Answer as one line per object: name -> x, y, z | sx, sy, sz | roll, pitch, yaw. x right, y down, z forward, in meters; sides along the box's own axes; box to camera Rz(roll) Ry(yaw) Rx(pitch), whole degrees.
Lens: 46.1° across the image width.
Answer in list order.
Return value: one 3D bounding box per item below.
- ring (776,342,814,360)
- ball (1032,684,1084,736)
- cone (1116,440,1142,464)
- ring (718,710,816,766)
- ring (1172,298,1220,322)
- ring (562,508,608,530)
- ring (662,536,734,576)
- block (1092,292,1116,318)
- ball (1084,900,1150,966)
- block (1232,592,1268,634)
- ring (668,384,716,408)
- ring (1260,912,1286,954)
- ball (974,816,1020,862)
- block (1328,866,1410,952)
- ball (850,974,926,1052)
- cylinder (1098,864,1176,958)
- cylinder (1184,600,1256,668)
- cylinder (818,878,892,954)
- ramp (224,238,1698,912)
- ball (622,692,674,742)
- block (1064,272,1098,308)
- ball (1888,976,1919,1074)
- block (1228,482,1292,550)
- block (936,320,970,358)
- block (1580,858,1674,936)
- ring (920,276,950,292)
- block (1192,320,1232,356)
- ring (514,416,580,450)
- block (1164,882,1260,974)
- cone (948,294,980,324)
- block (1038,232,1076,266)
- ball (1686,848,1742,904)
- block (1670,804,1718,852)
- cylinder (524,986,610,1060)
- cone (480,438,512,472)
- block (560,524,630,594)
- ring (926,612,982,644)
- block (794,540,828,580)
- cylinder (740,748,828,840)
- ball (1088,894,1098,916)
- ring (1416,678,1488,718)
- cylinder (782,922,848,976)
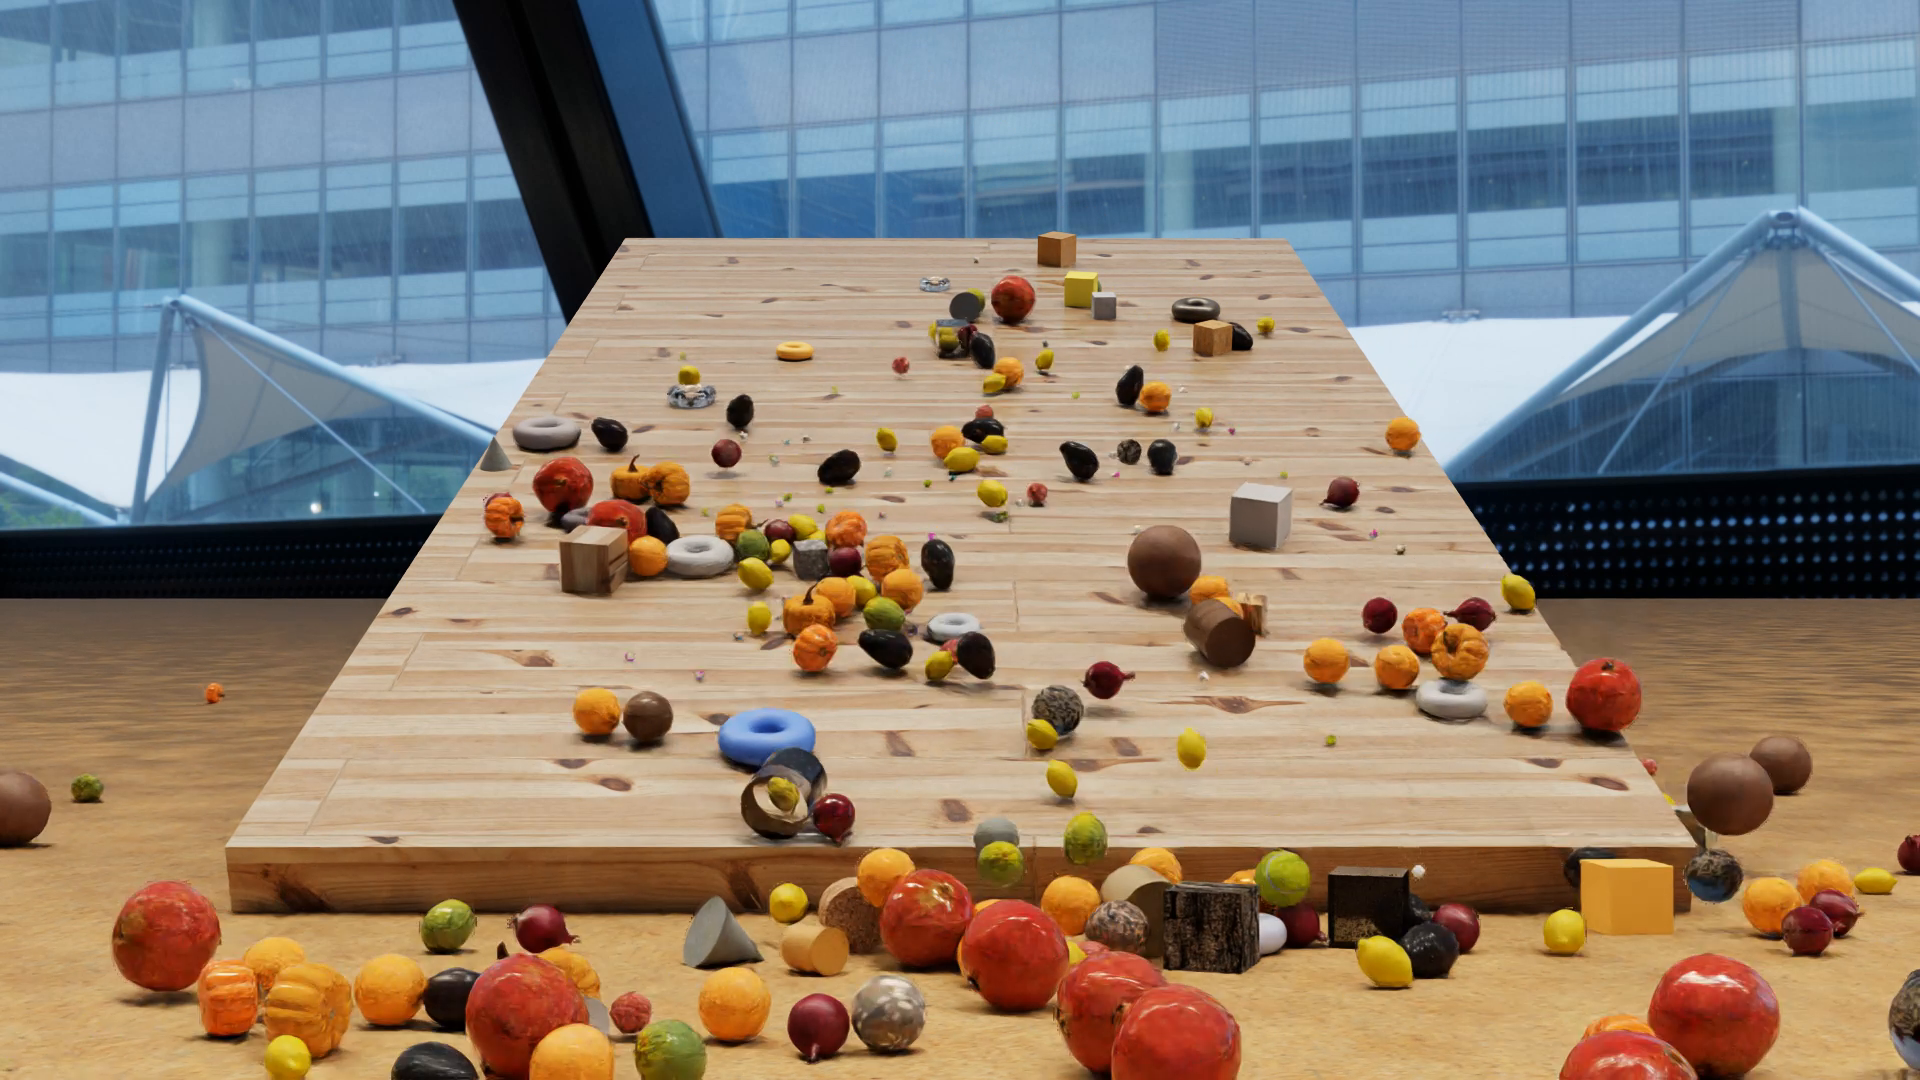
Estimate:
ring -> -0.403, -0.461, 5.506 | 0.092, 0.031, 0.092 | 1, 20, -1
ball -> 0.147, 0.256, 3.397 | 0.077, 0.077, 0.077 | 0, -1, 0
cone -> 0.355, -0.180, 4.721 | 0.053, 0.053, 0.053 | 0, -7, 7
ring -> -0.286, 0.292, 3.345 | 0.145, 0.048, 0.145 | 0, 18, 0
ring -> 0.615, -0.600, 5.887 | 0.129, 0.043, 0.129 | 0, 21, 0
ring -> -0.716, -0.039, 4.311 | 0.086, 0.029, 0.086 | 0, 18, 0
ring -> -0.475, 0.029, 4.096 | 0.131, 0.044, 0.131 | 0, 21, 0
block -> 0.376, -0.613, 5.899 | 0.058, 0.058, 0.058 | -2, 19, -5
ball -> 0.185, 0.462, 2.658 | 0.077, 0.077, 0.077 | 0, -1, 0
block -> 0.490, 0.124, 3.821 | 0.051, 0.051, 0.051 | 6, 20, 17
ring -> -0.608, -0.329, 5.120 | 0.112, 0.037, 0.112 | 0, 18, 0
ring -> 0.336, 0.482, 2.763 | 0.128, 0.043, 0.128 | -1, -1, 0
ball -> 0.049, 0.401, 3.021 | 0.061, 0.061, 0.061 | 0, -1, 0
block -> 0.511, 0.459, 2.817 | 0.090, 0.090, 0.090 | 0, -1, 16
ball -> -0.068, 0.452, 2.159 | 0.073, 0.073, 0.073 | 0, -1, 0
cylinder -> 0.226, 0.452, 2.758 | 0.093, 0.093, 0.093 | 0, 4, -13
cylinder -> 0.423, 0.153, 3.683 | 0.088, 0.088, 0.088 | 0, 18, -20
cylinder -> -0.130, 0.462, 2.784 | 0.082, 0.082, 0.082 | 0, -1, -9
ramp -> -0.005, -0.202, 4.968 | 2.000, 0.100, 4.000 | 0, 19, 0
ball -> -0.467, 0.264, 3.381 | 0.075, 0.075, 0.075 | 0, -1, 0
block -> 0.324, -0.669, 6.029 | 0.077, 0.077, 0.077 | 4, 20, 11
ball -> 0.886, 0.438, 2.030 | 0.096, 0.096, 0.096 | 0, -1, 0
block -> 0.565, -0.046, 4.241 | 0.092, 0.092, 0.092 | 9, 21, 23
block -> -0.018, -0.493, 5.529 | 0.077, 0.077, 0.077 | -2, 20, -6
block -> 0.866, 0.463, 2.932 | 0.087, 0.087, 0.087 | 0, -1, -10
ring -> -0.069, -0.704, 6.201 | 0.087, 0.029, 0.087 | 1, 19, 0
block -> 0.622, -0.498, 5.559 | 0.068, 0.068, 0.068 | -16, 25, -38
ring -> -0.881, -0.229, 4.822 | 0.141, 0.047, 0.141 | 1, 19, 0
block -> 0.296, 0.454, 2.652 | 0.092, 0.092, 0.092 | 0, -1, 21
cone -> 0.024, -0.595, 5.877 | 0.083, 0.083, 0.083 | 0, 2, 18
block -> 0.279, -0.838, 6.503 | 0.080, 0.080, 0.080 | 14, 24, 34
ball -> 0.981, 0.437, 2.937 | 0.070, 0.070, 0.070 | 0, -1, 0
block -> 1.178, 0.480, 3.675 | 0.088, 0.088, 0.088 | -1, -2, 32
cylinder -> -0.373, 0.459, 2.144 | 0.060, 0.060, 0.060 | 1, -2, -36
cone -> -0.960, -0.183, 4.660 | 0.067, 0.067, 0.067 | 0, 19, 0
block -> -0.648, 0.034, 4.009 | 0.091, 0.091, 0.091 | 5, 20, 13
ring -> -0.009, 0.147, 3.782 | 0.094, 0.031, 0.094 | 1, 18, 0
block -> -0.268, 0.034, 4.066 | 0.054, 0.054, 0.054 | -4, 20, -12
cylinder -> -0.242, 0.349, 3.111 | 0.096, 0.096, 0.096 | 0, 19, 14
ball -> 0.192, 0.476, 2.871 | 0.060, 0.060, 0.060 | 0, -1, 0
ring -> 0.763, 0.245, 3.498 | 0.111, 0.037, 0.111 | 1, 17, 0
cylinder -> -0.167, 0.471, 2.604 | 0.055, 0.055, 0.055 | 1, -2, -42
